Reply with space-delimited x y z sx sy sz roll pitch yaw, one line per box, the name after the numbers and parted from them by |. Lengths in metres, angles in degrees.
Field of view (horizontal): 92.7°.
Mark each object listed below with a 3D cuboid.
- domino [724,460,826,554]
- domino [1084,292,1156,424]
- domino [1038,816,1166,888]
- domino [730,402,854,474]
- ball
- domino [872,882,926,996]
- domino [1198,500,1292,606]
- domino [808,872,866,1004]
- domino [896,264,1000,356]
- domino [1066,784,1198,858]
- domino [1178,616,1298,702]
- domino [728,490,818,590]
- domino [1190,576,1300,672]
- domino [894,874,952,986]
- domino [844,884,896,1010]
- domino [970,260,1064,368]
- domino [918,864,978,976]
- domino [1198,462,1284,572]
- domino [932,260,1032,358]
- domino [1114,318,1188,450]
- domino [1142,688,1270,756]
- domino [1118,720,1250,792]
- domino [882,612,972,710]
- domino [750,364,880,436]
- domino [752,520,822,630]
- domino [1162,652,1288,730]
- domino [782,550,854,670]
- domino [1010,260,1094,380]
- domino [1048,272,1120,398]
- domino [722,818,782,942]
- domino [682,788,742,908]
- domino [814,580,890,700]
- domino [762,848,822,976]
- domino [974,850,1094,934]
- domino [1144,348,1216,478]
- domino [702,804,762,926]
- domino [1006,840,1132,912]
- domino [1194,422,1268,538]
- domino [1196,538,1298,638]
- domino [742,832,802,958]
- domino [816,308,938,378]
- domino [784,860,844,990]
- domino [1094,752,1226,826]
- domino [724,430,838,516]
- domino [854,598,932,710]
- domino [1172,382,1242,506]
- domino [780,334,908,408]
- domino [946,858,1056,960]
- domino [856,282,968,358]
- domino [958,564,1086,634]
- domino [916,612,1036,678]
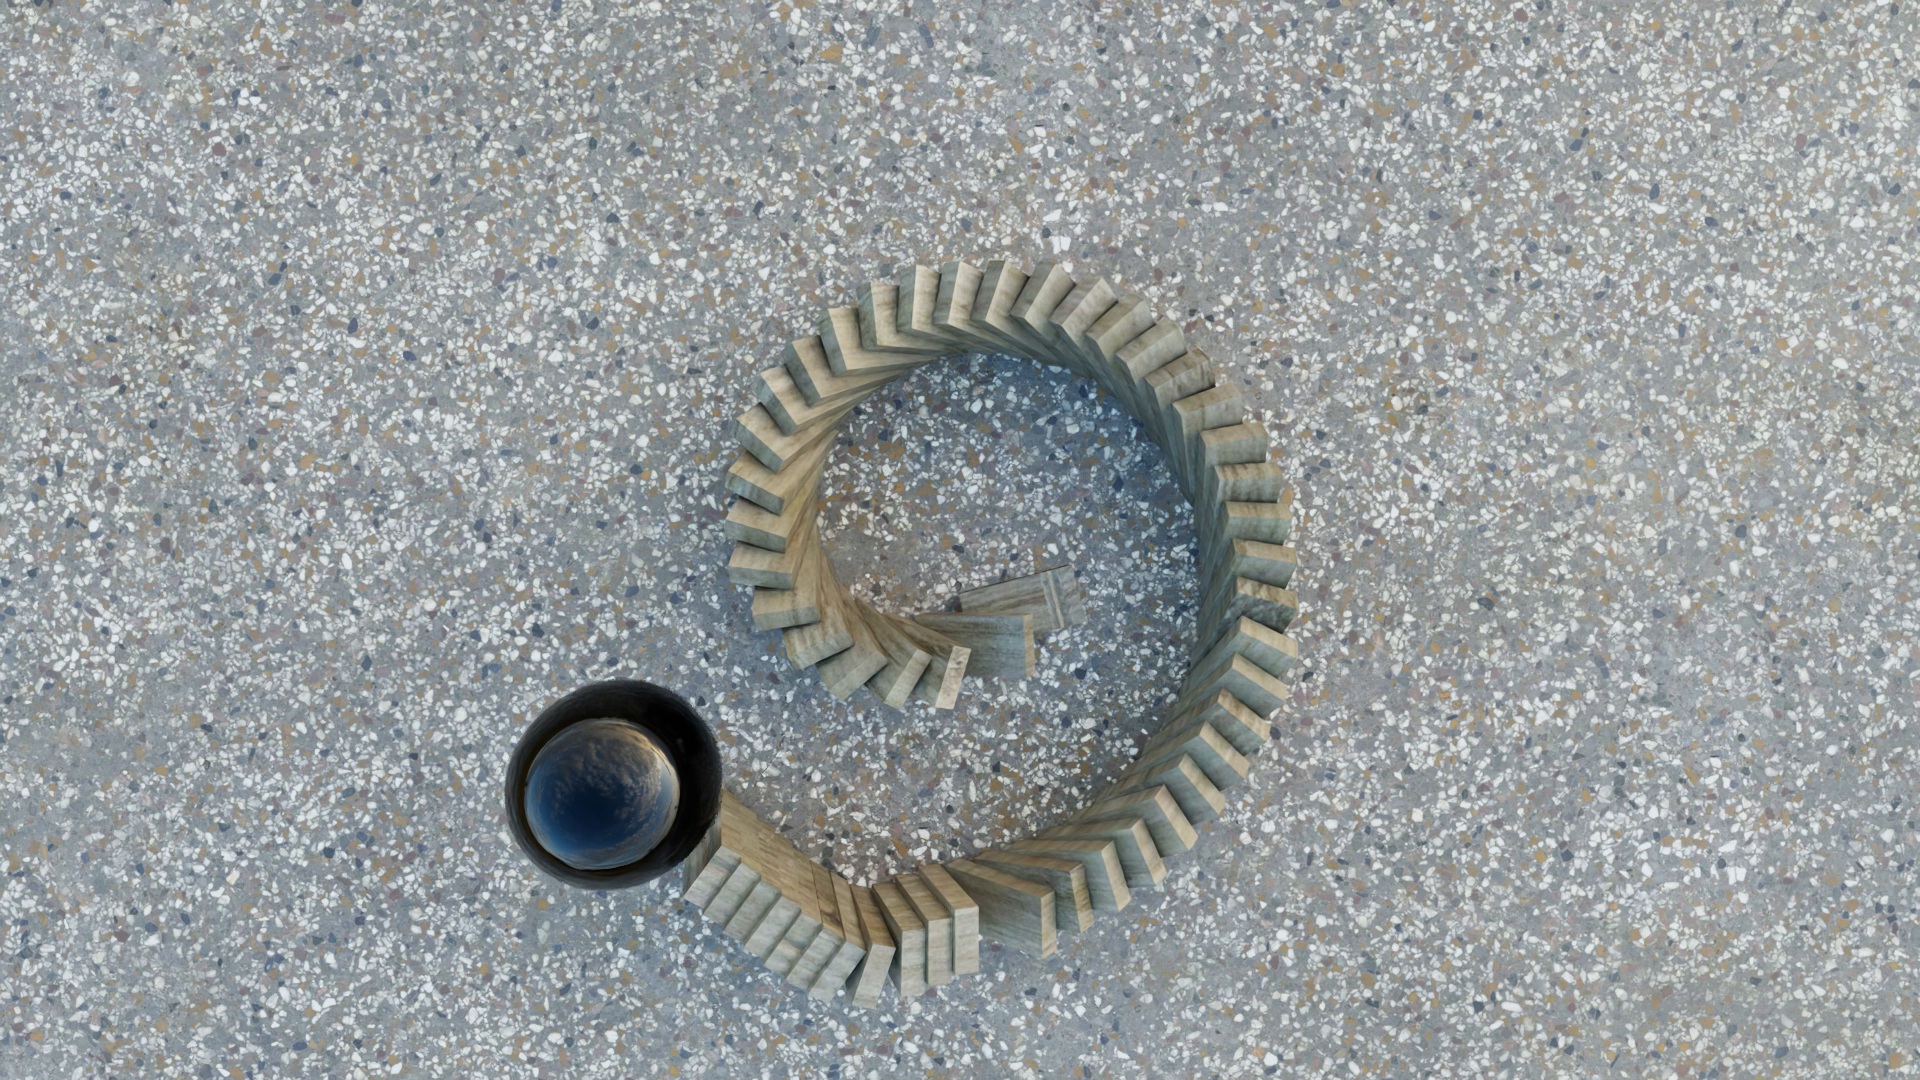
-0.076 -0.018 0.379 0.025 0.050 0.009 17 135 0 | domino
0.073 -0.075 0.380 0.025 0.010 0.050 -41 132 0 | domino
0.058 0.131 0.380 0.050 0.010 0.025 -23 90 42 | domino
-0.069 -0.050 0.379 0.025 0.009 0.050 41 45 0 | domino
-0.135 0.095 0.360 0.080 0.080 0.080 0 90 0 | ball
-0.026 0.162 0.375 0.009 0.050 0.025 1 90 -19 | domino
0.117 0.007 0.380 0.025 0.009 0.050 3 132 0 | domino
-0.053 0.161 0.375 0.009 0.050 0.025 36 90 -19 | domino
-0.003 -0.094 0.379 0.050 0.010 0.025 5 90 -43 | domino
0.070 0.120 0.380 0.050 0.009 0.025 -33 90 42 | domino
0.114 0.055 0.380 0.025 0.009 0.050 26 131 0 | domino
-0.076 -0.002 0.379 0.025 0.050 0.010 7 134 1 | domino
0.117 0.039 0.380 0.025 0.010 0.050 16 132 0 | domino
-0.016 0.158 0.375 0.009 0.050 0.025 0 90 -19 | domino
-0.040 0.165 0.375 0.009 0.050 0.025 19 90 -18 | domino
0.028 -0.093 0.379 0.050 0.010 0.025 19 90 -43 | domino
-0.005 0.154 0.375 0.009 0.050 0.025 0 90 -19 | domino
0.115 -0.009 0.380 0.025 0.010 0.050 -3 132 0 | domino
0.012 -0.094 0.380 0.050 0.009 0.025 11 90 -43 | domino
0.084 -0.064 0.380 0.025 0.009 0.050 -34 132 0 | domino
0.101 0.084 0.380 0.025 0.010 0.050 39 131 0 | domino
0.092 0.097 0.380 0.025 0.009 0.050 44 131 0 | domino
-0.018 0.049 0.378 0.009 0.050 0.025 15 92 -41 | domino
-0.059 -0.064 0.379 0.050 0.010 0.025 -35 90 -44 | domino
-0.071 0.014 0.379 0.025 0.050 0.010 -9 134 0 | domino
0.109 0.070 0.380 0.025 0.009 0.050 33 131 0 | domino
-0.062 0.028 0.379 0.025 0.050 0.009 -24 134 0 | domino
0.044 -0.090 0.380 0.050 0.009 0.025 30 90 -43 | domino
0.059 -0.084 0.380 0.025 0.010 0.050 -50 132 0 | domino
-0.086 0.138 0.375 0.010 0.050 0.025 37 90 -19 | domino
-0.101 0.124 0.375 0.010 0.050 0.025 37 90 -19 | domino
-0.050 0.040 0.378 0.025 0.050 0.010 -40 133 1 | domino
-0.070 0.150 0.375 0.009 0.050 0.025 37 90 -19 | domino
0.030 0.145 0.380 0.050 0.009 0.025 -10 91 41 | domino
0.094 -0.052 0.380 0.025 0.010 0.050 -28 132 0 | domino
-0.094 0.131 0.375 0.009 0.050 0.025 37 90 -19 | domino
0.044 0.138 0.380 0.050 0.009 0.025 -17 90 42 | domino
0.112 -0.024 0.380 0.025 0.009 0.050 -10 132 0 | domino
0.118 0.023 0.380 0.025 0.009 0.050 10 131 0 | domino
-0.078 0.144 0.375 0.009 0.050 0.025 37 90 -19 | domino
-0.034 -0.083 0.379 0.050 0.010 0.025 -18 90 -43 | domino
-0.062 0.156 0.375 0.009 0.050 0.025 37 90 -19 | domino
0.082 0.109 0.380 0.025 0.010 0.050 50 131 0 | domino
-0.073 -0.034 0.379 0.025 0.050 0.010 28 135 0 | domino
-0.034 0.046 0.378 0.010 0.050 0.025 32 90 -42 | domino
0.104 -0.039 0.380 0.025 0.009 0.050 -20 132 0 | domino
-0.047 -0.074 0.379 0.050 0.009 0.025 -28 90 -44 | domino
0.016 0.152 0.379 0.050 0.010 0.025 2 96 41 | domino
-0.019 -0.090 0.379 0.050 0.010 0.025 -6 90 -44 | domino
0.027 0.029 0.395 0.050 0.009 0.025 -15 90 0 | domino
0.006 0.043 0.384 0.050 0.010 0.025 -2 93 27 | domino
